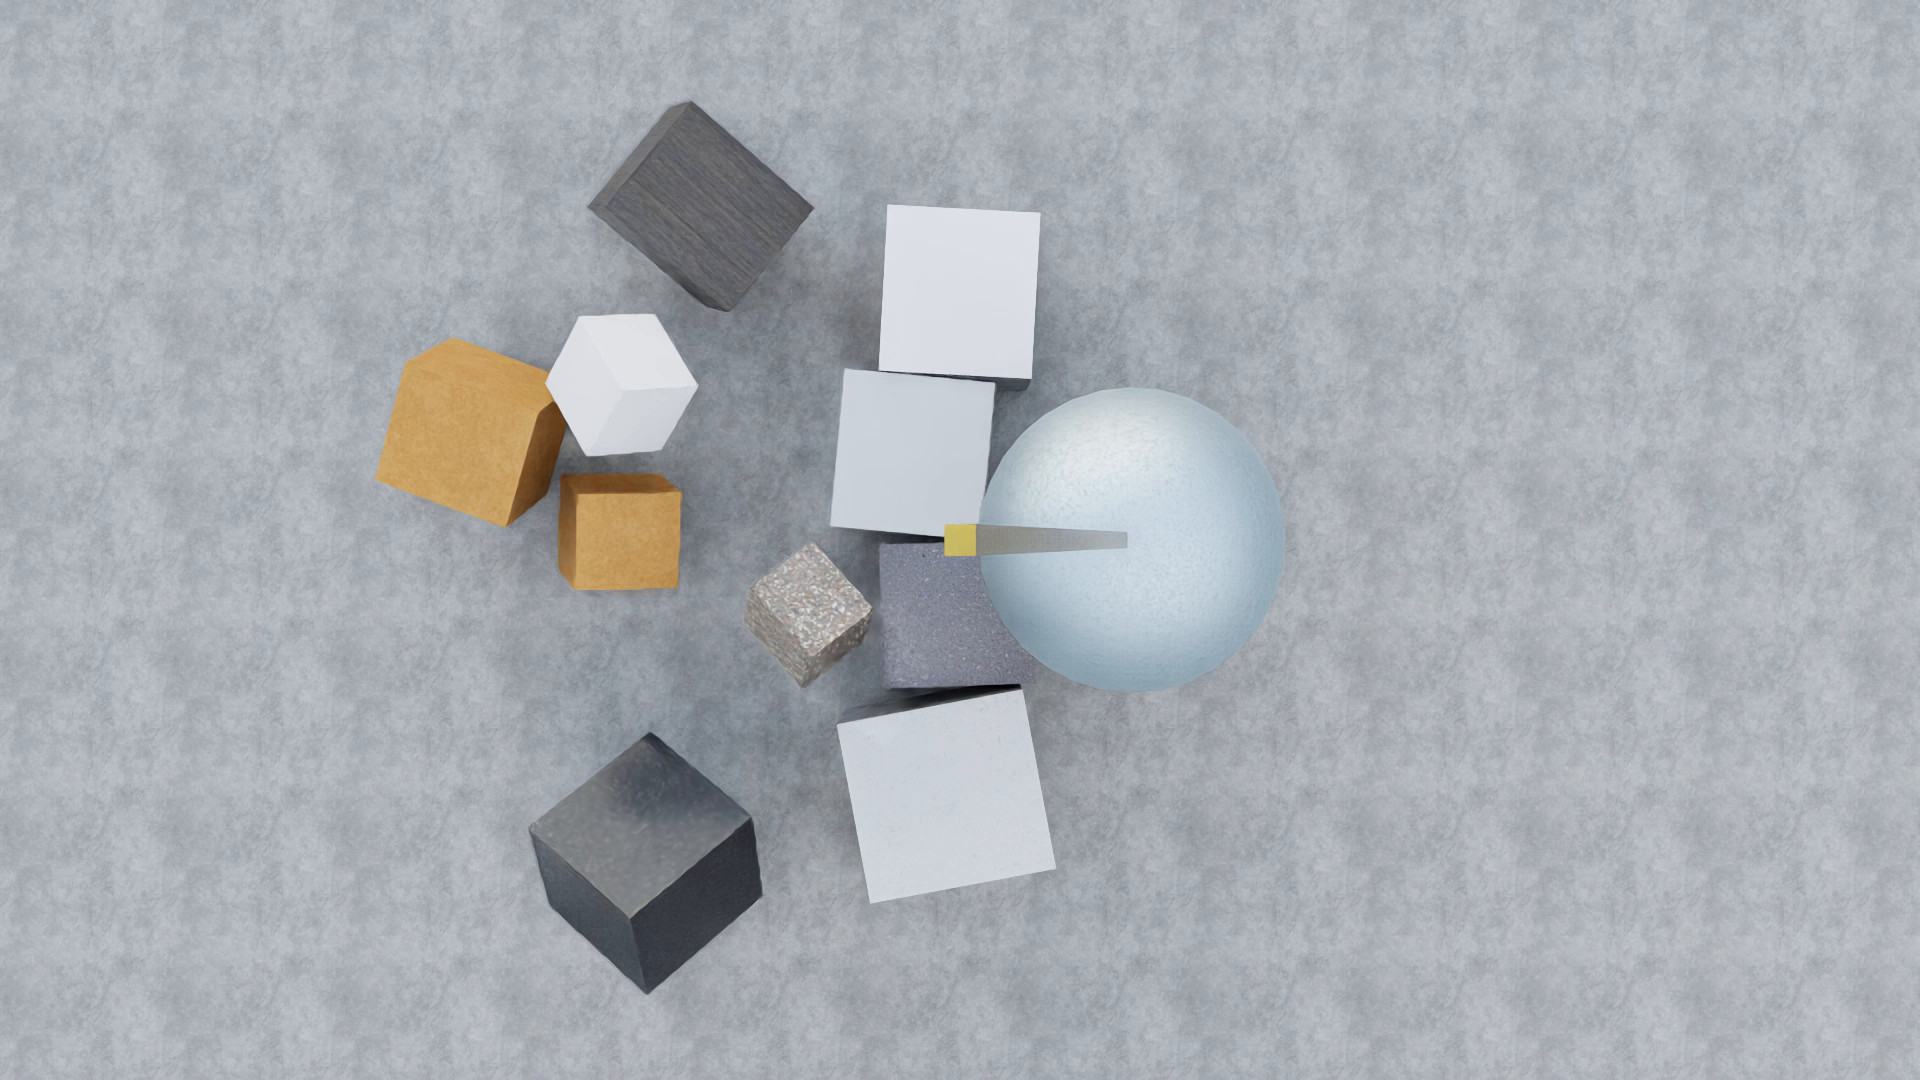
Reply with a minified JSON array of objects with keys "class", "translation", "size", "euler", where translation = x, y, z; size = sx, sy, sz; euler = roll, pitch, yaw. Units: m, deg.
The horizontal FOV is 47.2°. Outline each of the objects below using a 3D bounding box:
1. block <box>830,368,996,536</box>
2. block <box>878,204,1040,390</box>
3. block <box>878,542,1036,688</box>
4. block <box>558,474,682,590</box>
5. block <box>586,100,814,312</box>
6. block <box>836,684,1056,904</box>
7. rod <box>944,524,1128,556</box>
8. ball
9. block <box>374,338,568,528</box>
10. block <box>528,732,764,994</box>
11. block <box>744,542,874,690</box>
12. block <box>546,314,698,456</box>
[{"class":"block","translation":[-0.261,-0.471,12.553],"size":[0.832,0.894,0.870],"euler":[5,90,0]},{"class":"block","translation":[-0.002,-1.363,12.534],"size":[0.840,0.932,0.911],"euler":[3,90,0]},{"class":"block","translation":[-0.015,0.408,12.560],"size":[0.836,0.880,0.794],"euler":[-2,90,0]},{"class":"block","translation":[-1.955,-0.051,12.600],"size":[0.590,0.505,0.557],"euler":[-1,104,-21]},{"class":"block","translation":[-1.480,-1.886,12.477],"size":[0.894,0.748,0.755],"euler":[40,86,-18]},{"class":"block","translation":[-0.074,1.392,12.469],"size":[1.026,1.063,0.990],"euler":[-11,90,0]},{"class":"rod","translation":[0.388,0.000,8.139],"size":[0.080,5.200,0.080],"euler":[0,90,9]},{"class":"ball","translation":[0.895,0.000,11.501],"size":[1.600,1.600,1.600],"euler":[0,90,0]},{"class":"block","translation":[-2.743,-0.622,12.528],"size":[0.785,0.734,0.711],"euler":[20,108,2]},{"class":"block","translation":[-1.740,1.801,12.295],"size":[0.842,0.803,0.884],"euler":[35,58,27]},{"class":"block","translation":[-0.833,0.414,12.022],"size":[0.441,0.507,0.506],"euler":[-38,77,-23]},{"class":"block","translation":[-1.873,-0.860,12.145],"size":[0.554,0.493,0.529],"euler":[57,132,25]}]
